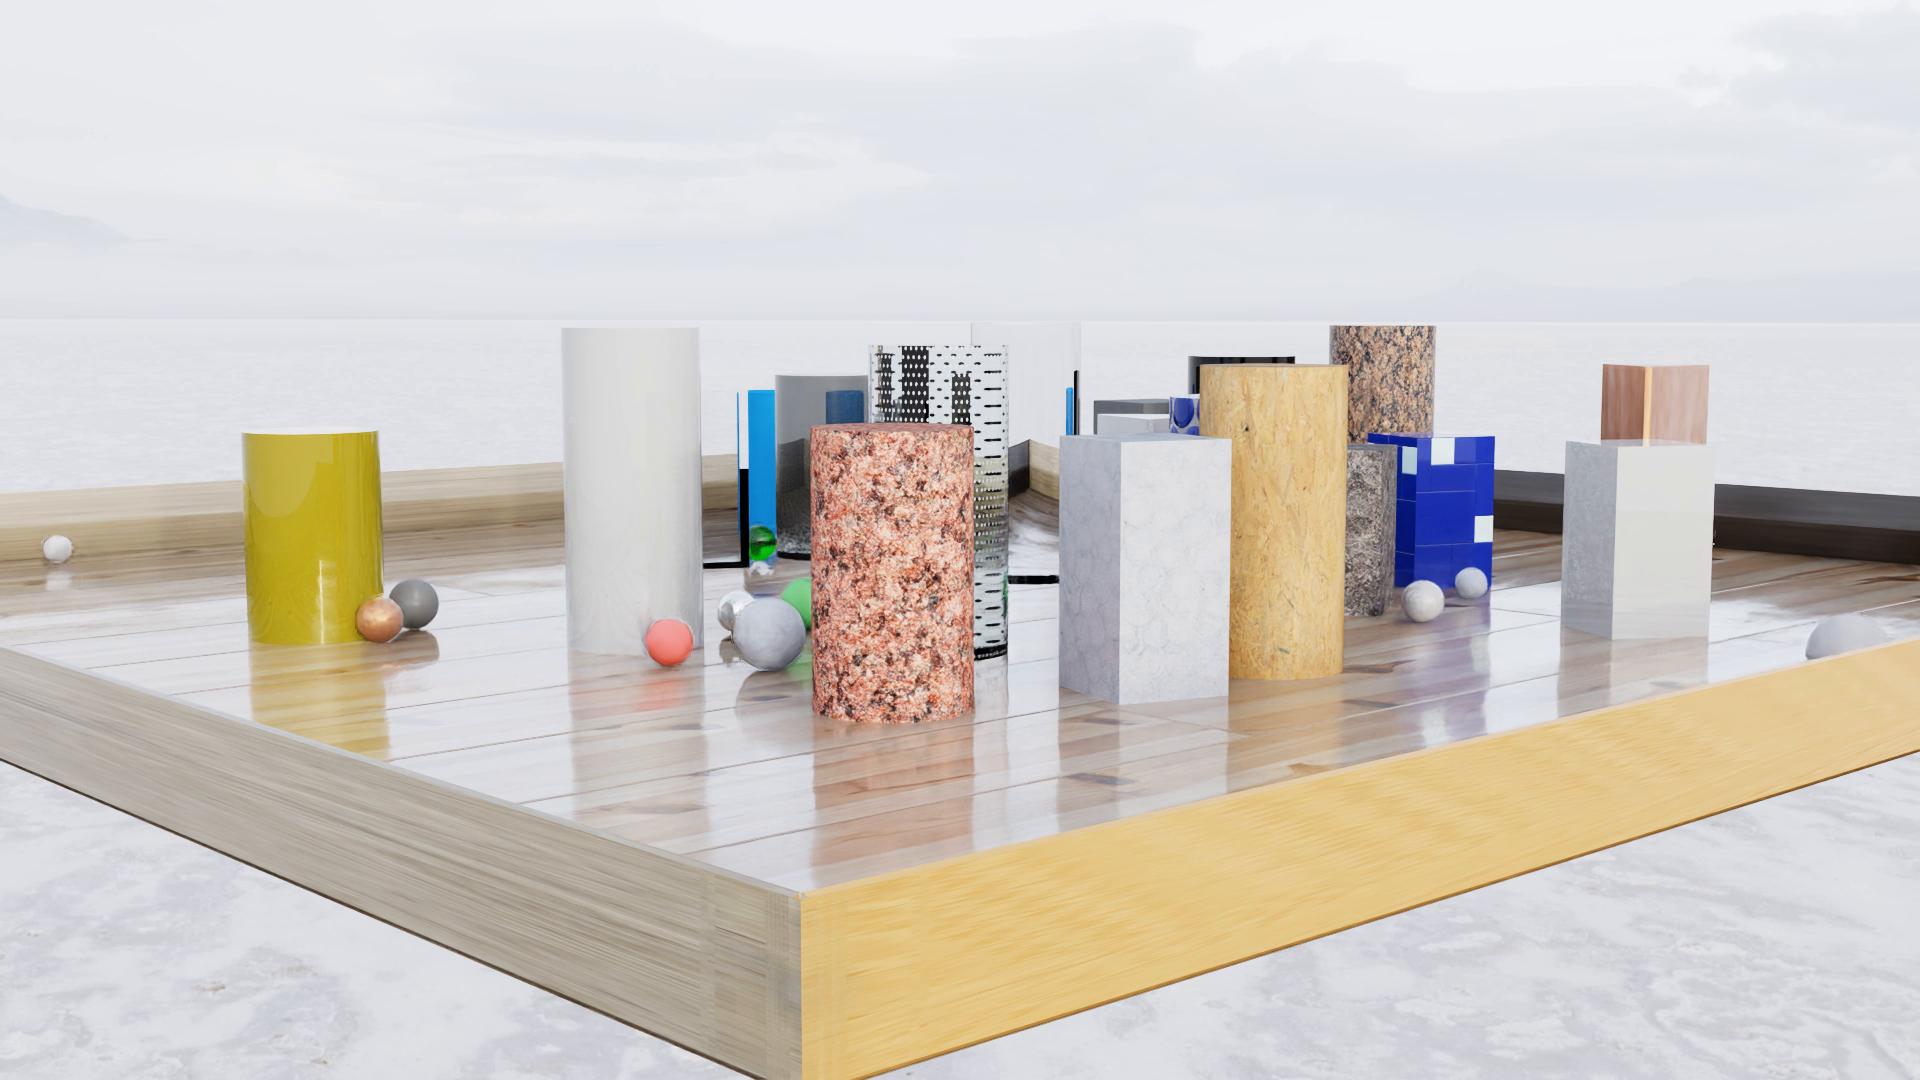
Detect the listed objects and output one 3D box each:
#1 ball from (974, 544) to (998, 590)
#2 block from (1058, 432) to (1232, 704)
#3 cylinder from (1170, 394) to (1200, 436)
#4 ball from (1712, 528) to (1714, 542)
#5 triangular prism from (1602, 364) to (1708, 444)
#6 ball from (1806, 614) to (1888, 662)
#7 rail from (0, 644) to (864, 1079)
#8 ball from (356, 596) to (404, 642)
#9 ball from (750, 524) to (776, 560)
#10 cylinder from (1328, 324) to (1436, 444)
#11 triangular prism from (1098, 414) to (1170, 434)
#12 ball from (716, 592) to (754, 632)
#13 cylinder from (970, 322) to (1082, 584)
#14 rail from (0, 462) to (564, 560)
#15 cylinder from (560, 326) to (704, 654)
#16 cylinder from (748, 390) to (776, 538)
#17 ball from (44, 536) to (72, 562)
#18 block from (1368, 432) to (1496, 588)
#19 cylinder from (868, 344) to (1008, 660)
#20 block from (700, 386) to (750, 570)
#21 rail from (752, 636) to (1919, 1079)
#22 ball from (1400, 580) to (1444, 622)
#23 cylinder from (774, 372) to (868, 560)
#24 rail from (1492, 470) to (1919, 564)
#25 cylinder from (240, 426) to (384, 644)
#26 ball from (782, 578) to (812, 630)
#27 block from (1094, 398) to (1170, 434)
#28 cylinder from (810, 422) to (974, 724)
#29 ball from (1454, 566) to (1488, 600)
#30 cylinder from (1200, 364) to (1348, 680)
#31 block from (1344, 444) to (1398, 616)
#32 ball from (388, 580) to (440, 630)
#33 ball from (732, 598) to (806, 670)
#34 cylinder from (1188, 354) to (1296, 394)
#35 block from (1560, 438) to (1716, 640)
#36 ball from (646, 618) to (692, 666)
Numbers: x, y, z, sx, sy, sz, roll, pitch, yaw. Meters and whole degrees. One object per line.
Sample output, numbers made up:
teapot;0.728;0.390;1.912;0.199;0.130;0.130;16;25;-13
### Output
ball;0.022;0.043;3.437;0.071;0.071;0.071;0;6;0
block;0.211;0.028;2.531;0.143;0.293;0.143;-3;7;-26
cylinder;0.373;-0.035;2.991;0.179;0.320;0.179;0;6;0
ball;1.345;-0.009;4.001;0.054;0.054;0.054;0;6;0
triangular prism;1.050;-0.095;3.408;0.155;0.352;0.134;-5;8;-38
ball;1.023;0.130;2.536;0.089;0.089;0.089;0;6;0
rail;-1.085;0.137;2.337;0.045;0.116;2.990;-6;8;-42
ball;-0.767;0.105;2.908;0.060;0.060;0.060;0;6;0
ball;-0.352;0.005;3.830;0.063;0.063;0.063;0;6;0
cylinder;0.717;-0.161;3.753;0.179;0.409;0.179;0;6;0
triangular prism;0.259;-0.040;3.215;0.134;0.283;0.155;4;8;36
ball;-0.302;0.098;2.984;0.058;0.058;0.058;0;6;0
cylinder;0.107;-0.145;3.571;0.179;0.416;0.179;0;6;0
rail;-0.998;-0.085;4.408;3.000;0.116;0.045;-6;8;-42
cylinder;-0.427;-0.069;2.871;0.179;0.415;0.179;0;6;0
cylinder;-0.351;-0.151;4.278;0.179;0.277;0.179;0;6;0
ball;-1.562;0.015;3.809;0.047;0.047;0.047;0;6;0
block;0.750;-0.050;3.517;0.143;0.238;0.143;-2;7;-21
cylinder;-0.027;-0.052;2.812;0.179;0.394;0.179;0;6;0
block;-0.445;-0.108;3.765;0.143;0.302;0.143;-2;6;-15
rail;0.998;0.145;2.258;3.000;0.116;0.045;-6;8;-42
ball;0.649;0.086;3.085;0.060;0.060;0.060;0;6;0
cylinder;-0.238;-0.133;3.900;0.179;0.321;0.179;0;6;0
rail;1.085;-0.076;4.328;0.045;0.116;2.990;-6;8;-42
cylinder;-0.869;-0.009;2.959;0.179;0.276;0.179;0;6;0
ball;-0.211;0.088;3.017;0.071;0.071;0.071;0;6;0
block;0.333;-0.106;3.858;0.143;0.277;0.143;-4;7;-33
cylinder;-0.074;0.031;2.418;0.179;0.311;0.179;0;6;0
ball;0.774;0.065;3.331;0.049;0.049;0.049;0;6;0
cylinder;0.381;-0.027;2.686;0.179;0.371;0.179;0;6;0
block;0.556;-0.018;3.224;0.143;0.238;0.143;2;6;20
ball;-0.751;0.088;3.021;0.069;0.069;0.069;0;6;0
ball;-0.233;0.115;2.684;0.089;0.089;0.089;0;6;0
cylinder;0.468;-0.128;3.677;0.179;0.360;0.179;0;6;0
block;0.923;-0.004;3.002;0.143;0.257;0.143;-1;6;-12
ball;-0.360;0.126;2.720;0.058;0.058;0.058;0;6;0
